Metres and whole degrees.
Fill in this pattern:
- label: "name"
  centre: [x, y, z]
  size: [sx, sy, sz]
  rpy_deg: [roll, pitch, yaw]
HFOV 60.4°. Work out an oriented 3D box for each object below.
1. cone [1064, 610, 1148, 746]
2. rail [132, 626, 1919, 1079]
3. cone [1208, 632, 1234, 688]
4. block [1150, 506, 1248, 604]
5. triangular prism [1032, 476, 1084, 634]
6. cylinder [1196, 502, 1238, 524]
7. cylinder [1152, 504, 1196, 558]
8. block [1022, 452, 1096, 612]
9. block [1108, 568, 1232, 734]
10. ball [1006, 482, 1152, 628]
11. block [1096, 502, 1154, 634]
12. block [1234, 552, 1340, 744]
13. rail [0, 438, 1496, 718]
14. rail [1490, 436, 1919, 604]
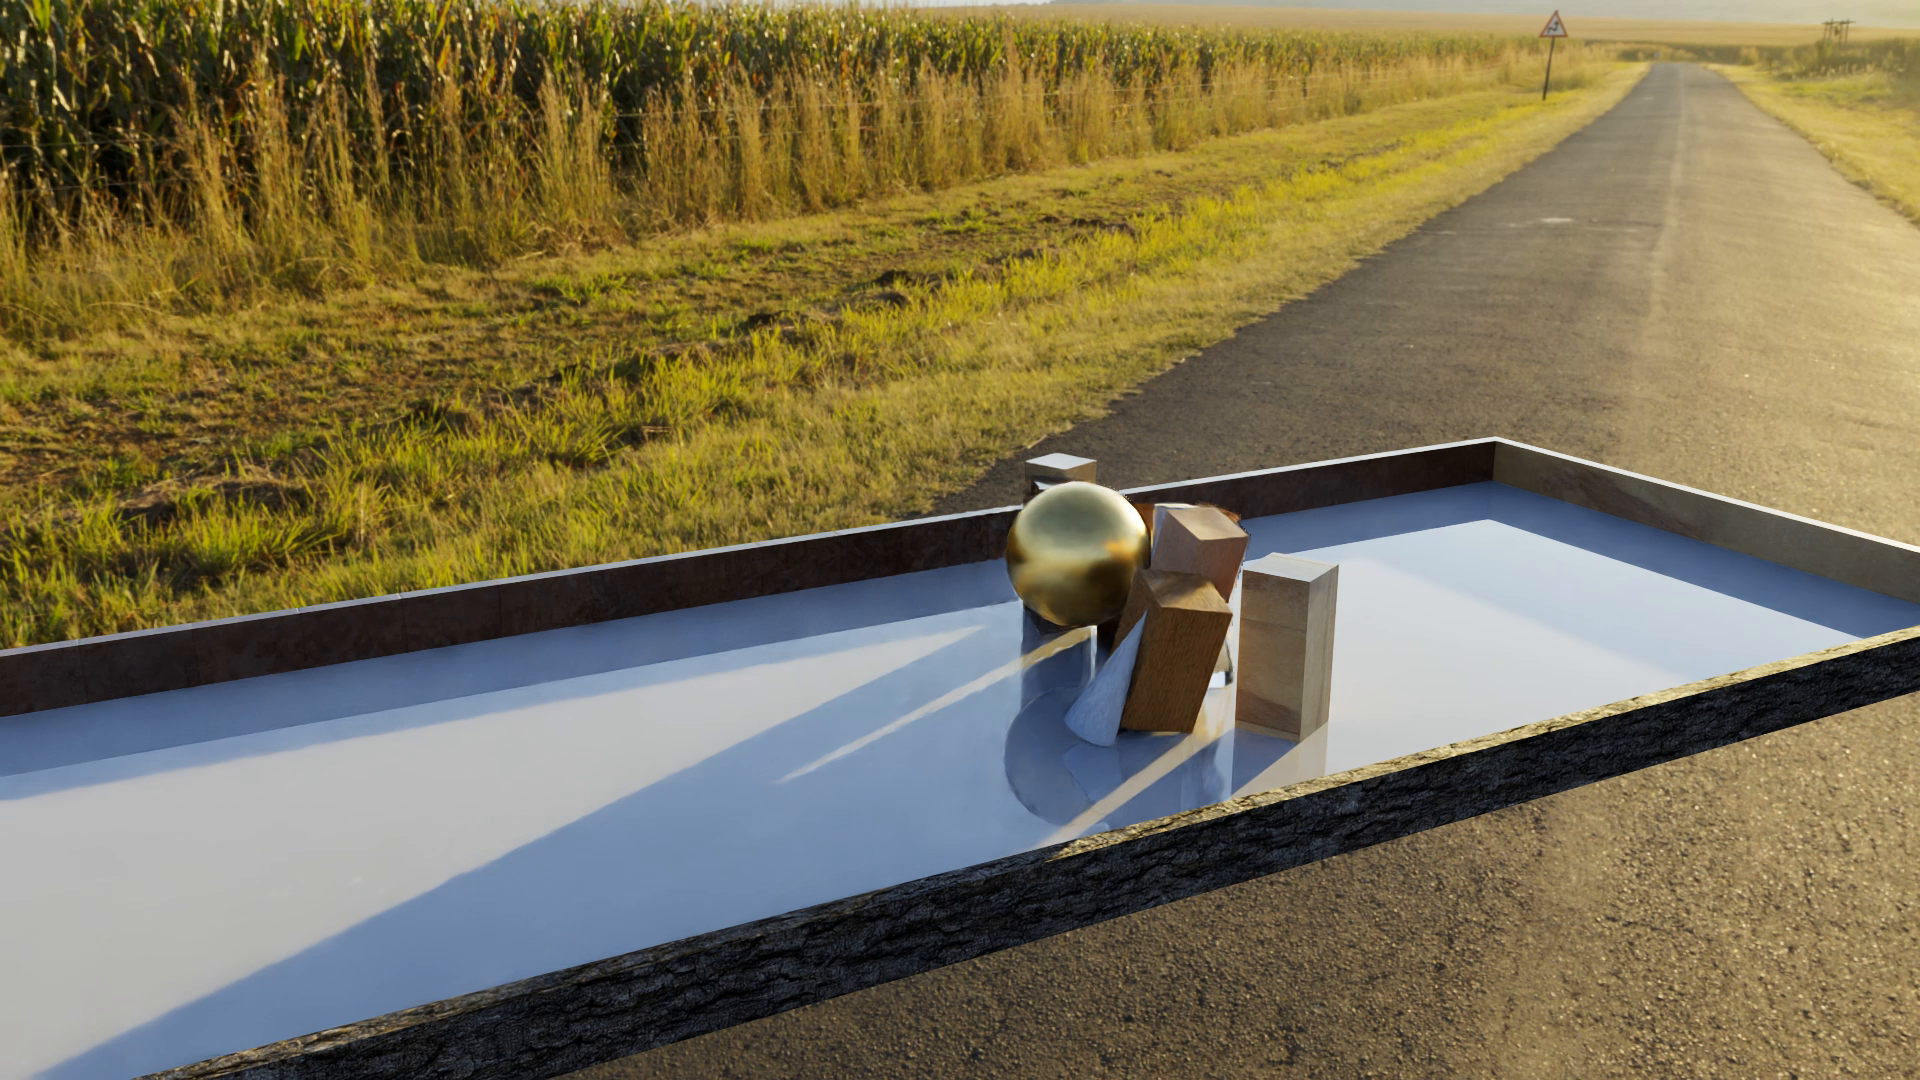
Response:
- label: "cone"
  centre: [0.359, 0.294, 3.734]
  size: [0.132, 0.325, 0.132]
  rpy_deg: [21, 19, -8]
- label: "rail"
  centre: [-2.336, 1.006, 1.665]
  size: [12.000, 0.150, 0.050]
  rpy_deg: [-9, 18, -27]
- label: "cone"
  centre: [0.626, 0.183, 4.085]
  size: [0.109, 0.352, 0.109]
  rpy_deg: [-3, 22, 1]
- label: "block"
  centre: [0.546, 0.149, 4.016]
  size: [0.144, 0.438, 0.144]
  rpy_deg: [-5, 32, -30]
- label: "triangular prism"
  centre: [0.239, 0.034, 4.512]
  size: [0.153, 0.407, 0.132]
  rpy_deg: [-13, 20, -36]
- label: "cylinder"
  centre: [0.597, 0.107, 4.257]
  size: [0.109, 0.404, 0.109]
  rpy_deg: [20, 3, -1]
- label: "cylinder"
  centre: [0.565, 0.091, 4.367]
  size: [0.120, 0.367, 0.120]
  rpy_deg: [3, 6, 0]
- label: "block"
  centre: [0.277, -0.011, 4.625]
  size: [0.142, 0.432, 0.142]
  rpy_deg: [14, 21, 39]
- label: "block"
  centre: [0.472, 0.256, 3.808]
  size: [0.176, 0.324, 0.176]
  rpy_deg: [6, 26, -17]
- label: "ball"
  centre: [0.303, 0.037, 4.232]
  size: [0.374, 0.374, 0.374]
  rpy_deg: [0, 16, 0]
- label: "block"
  centre: [0.448, 0.078, 4.463]
  size: [0.135, 0.333, 0.135]
  rpy_deg: [3, -16, 9]
- label: "block"
  centre: [0.757, 0.247, 3.827]
  size: [0.164, 0.388, 0.164]
  rpy_deg: [11, 20, 34]
- label: "rail"
  centre: [-3.305, 0.497, 3.399]
  size: [12.000, 0.150, 0.050]
  rpy_deg: [-9, 18, -27]
- label: "rail"
  centre: [2.466, -0.048, 5.253]
  size: [0.050, 0.150, 2.100]
  rpy_deg: [-9, 18, -27]
